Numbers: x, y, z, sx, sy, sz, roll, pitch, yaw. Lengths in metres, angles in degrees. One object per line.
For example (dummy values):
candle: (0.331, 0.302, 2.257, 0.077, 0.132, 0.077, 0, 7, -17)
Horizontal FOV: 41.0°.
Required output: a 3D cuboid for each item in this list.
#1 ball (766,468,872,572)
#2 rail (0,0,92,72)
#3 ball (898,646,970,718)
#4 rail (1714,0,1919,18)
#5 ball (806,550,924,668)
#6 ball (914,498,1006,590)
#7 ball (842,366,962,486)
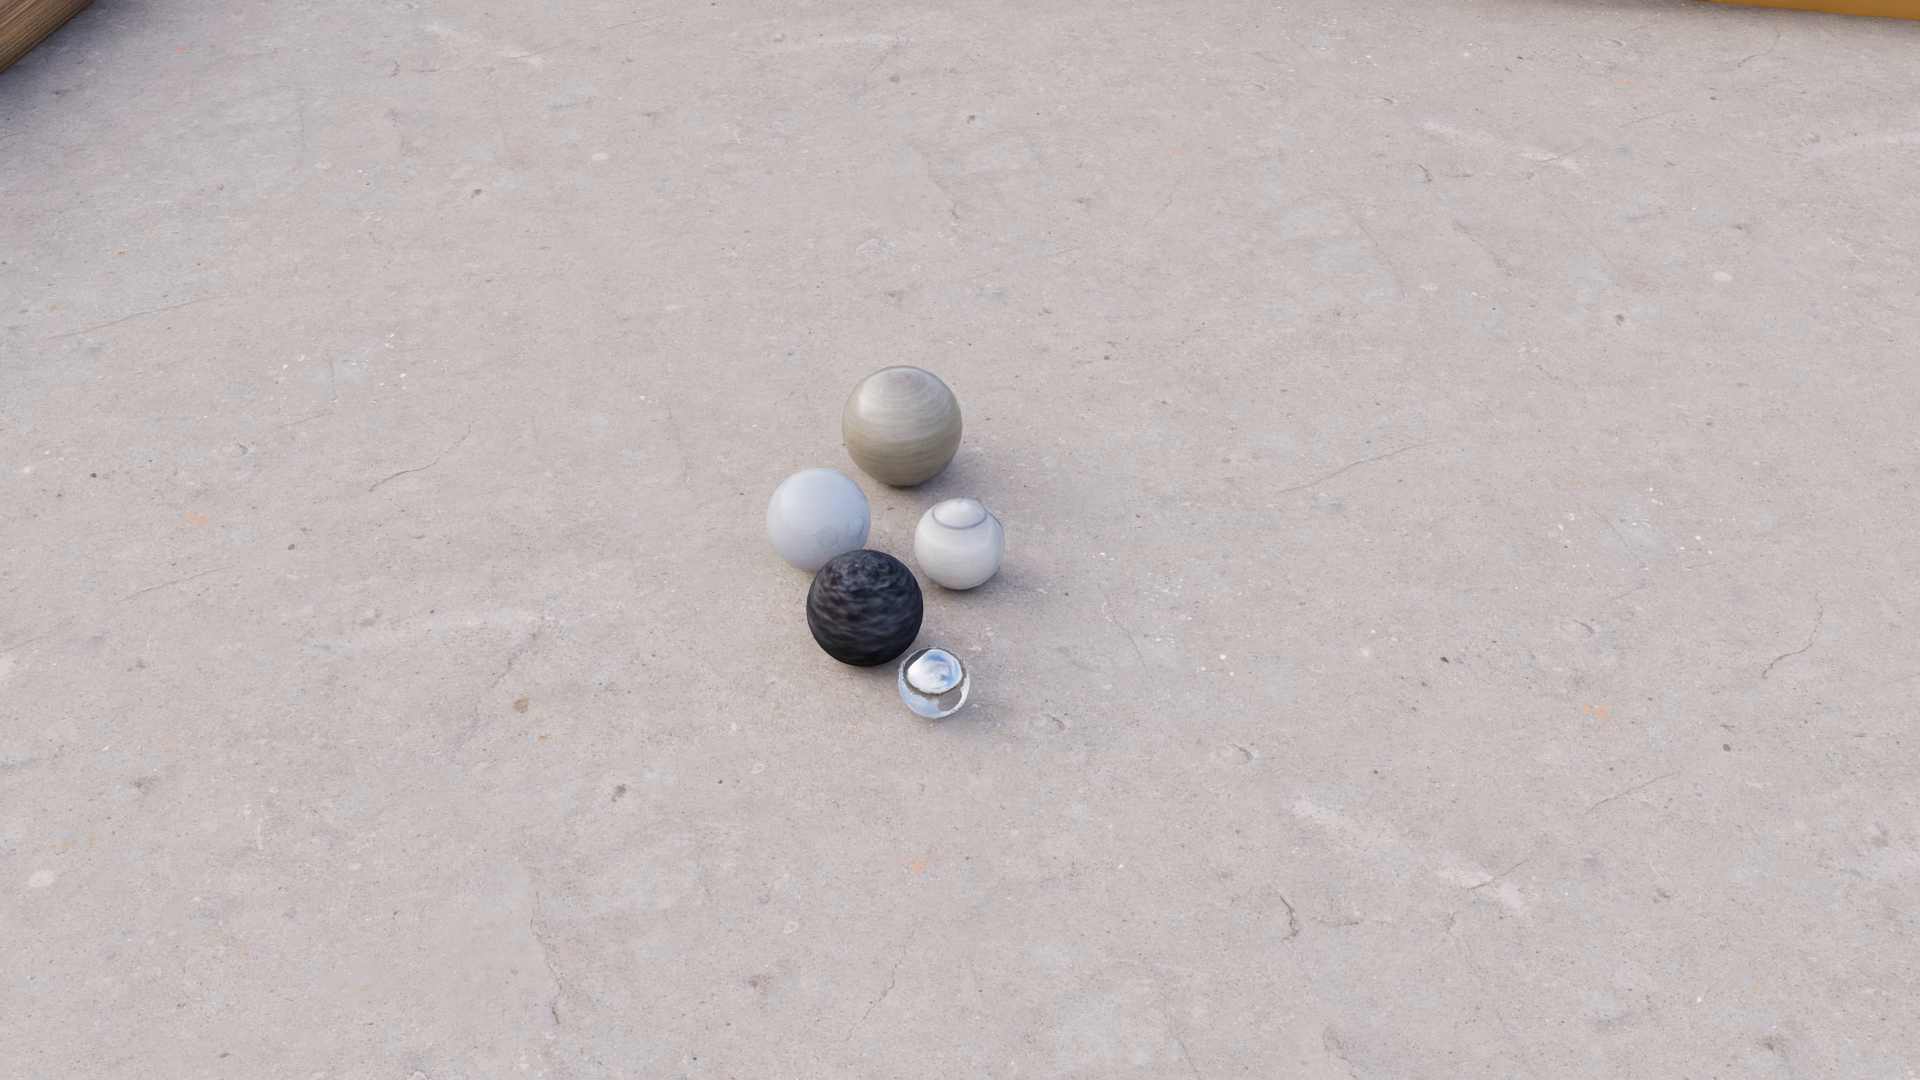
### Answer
ball: (-0.099, -0.014, 1.803, 0.074, 0.074, 0.074, 0, 35, 0)
rail: (-1.052, -0.159, 1.973, 0.045, 0.116, 2.344, 8, 36, 11)
ball: (-0.017, 0.093, 1.673, 0.046, 0.046, 0.046, 0, 35, 0)
rail: (1.334, -0.516, 2.486, 4.413, 0.116, 0.045, 8, 36, 11)
ball: (-0.063, 0.046, 1.713, 0.079, 0.079, 0.079, 0, 35, 0)
ball: (0.000, 0.003, 1.788, 0.064, 0.064, 0.064, 0, 35, 0)
ball: (-0.043, -0.084, 1.891, 0.089, 0.089, 0.089, 0, 35, 0)
